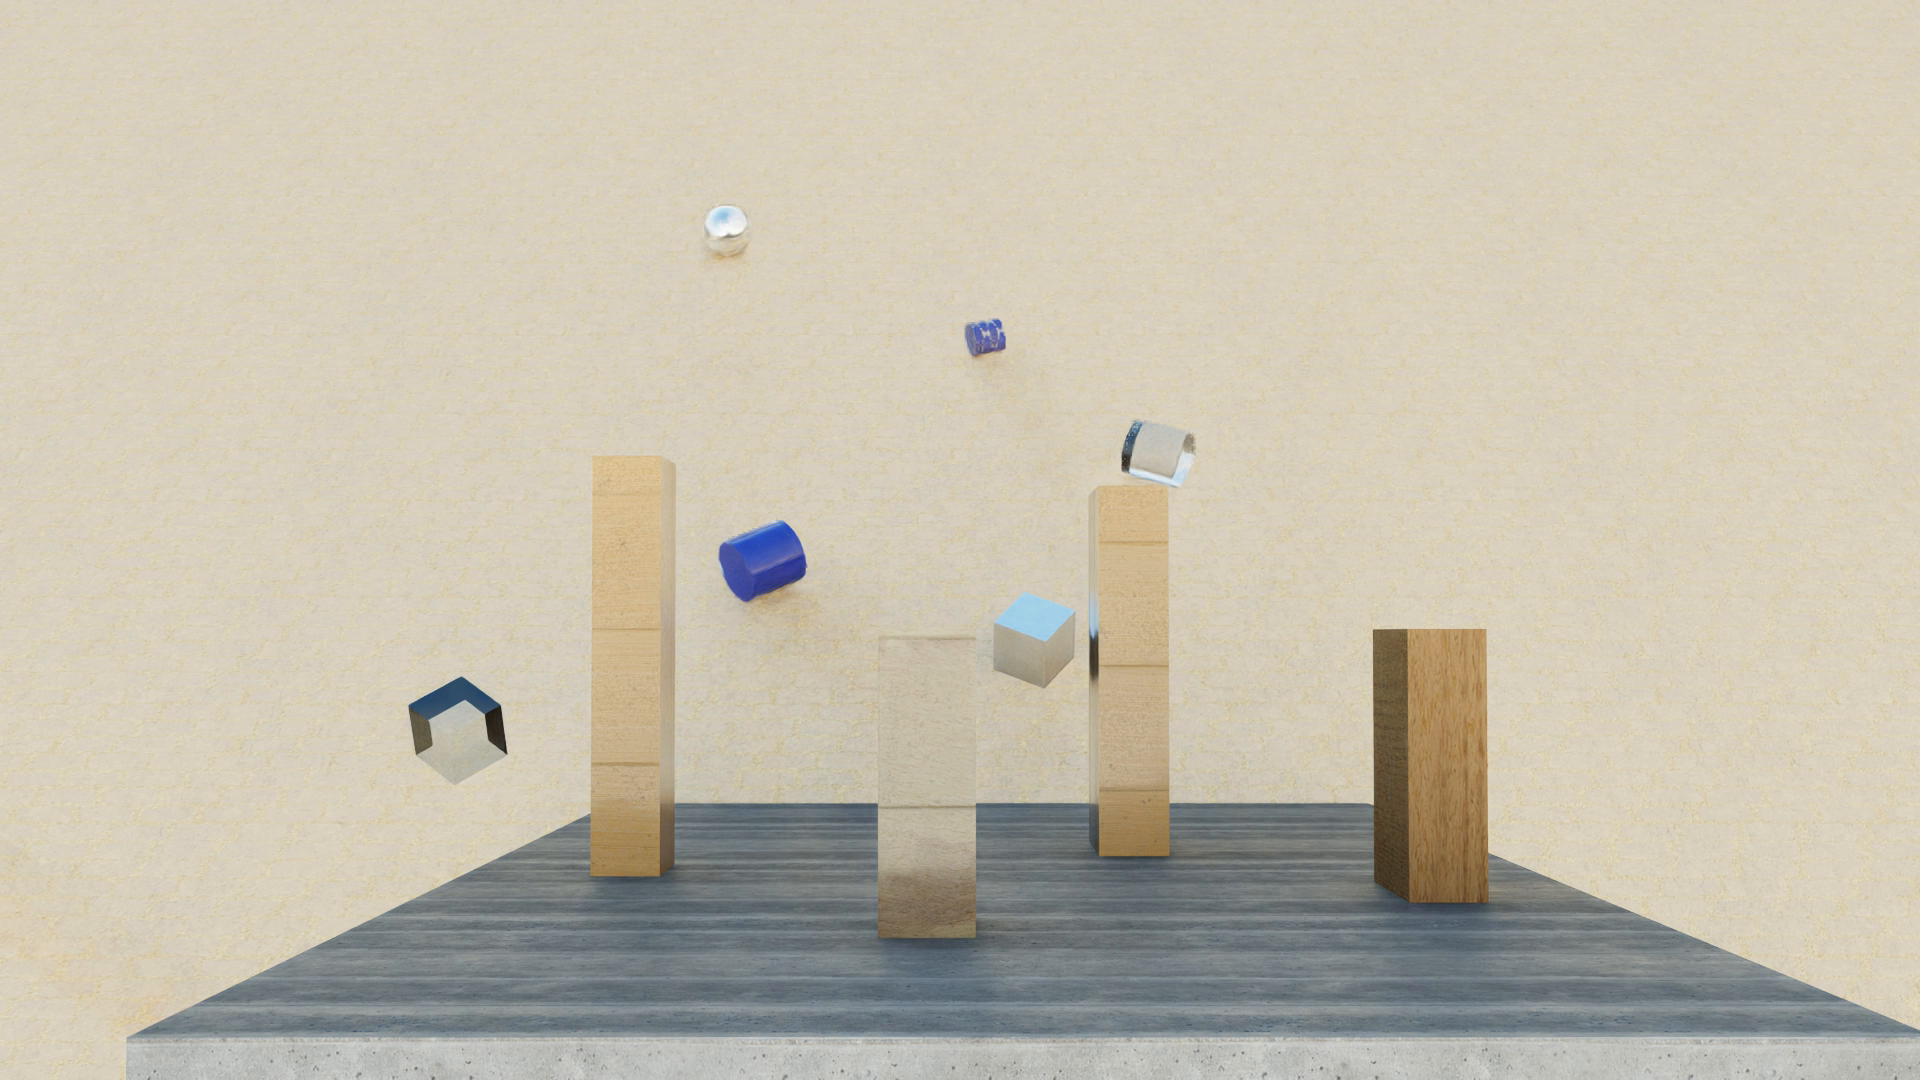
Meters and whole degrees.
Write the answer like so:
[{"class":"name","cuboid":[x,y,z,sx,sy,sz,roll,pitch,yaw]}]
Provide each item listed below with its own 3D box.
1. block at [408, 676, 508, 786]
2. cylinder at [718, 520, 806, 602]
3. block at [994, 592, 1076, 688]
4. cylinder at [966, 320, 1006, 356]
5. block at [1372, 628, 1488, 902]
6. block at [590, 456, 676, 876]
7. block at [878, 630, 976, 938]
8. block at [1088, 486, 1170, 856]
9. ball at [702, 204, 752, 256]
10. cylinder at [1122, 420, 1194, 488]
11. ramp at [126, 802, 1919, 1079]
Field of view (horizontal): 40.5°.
[{"class":"block","cuboid":[-1.370,0.520,7.095,0.179,0.179,0.179,30,46,35]},{"class":"cylinder","cuboid":[-0.586,0.063,7.721,0.188,0.188,0.188,-23,42,-29]},{"class":"block","cuboid":[0.213,0.286,7.427,0.170,0.170,0.170,20,40,25]},{"class":"cylinder","cuboid":[0.087,-0.688,8.832,0.107,0.107,0.107,-12,37,-16]},{"class":"block","cuboid":[0.812,0.382,4.504,0.132,0.454,0.366,0,-2,0]},{"class":"block","cuboid":[-0.617,0.236,4.930,0.127,0.777,0.251,0,-2,0]},{"class":"block","cuboid":[-0.049,0.362,3.950,0.144,0.453,0.254,0,-2,0]},{"class":"block","cuboid":[0.350,0.270,5.433,0.141,0.746,0.402,0,-2,0]},{"class":"ball","cuboid":[-0.839,-1.115,9.361,0.183,0.183,0.183,0,36,0]},{"class":"cylinder","cuboid":[0.624,-0.272,8.197,0.176,0.176,0.176,16,39,21]},{"class":"ramp","cuboid":[0.079,0.672,4.868,2.000,0.100,4.000,0,-2,0]}]
